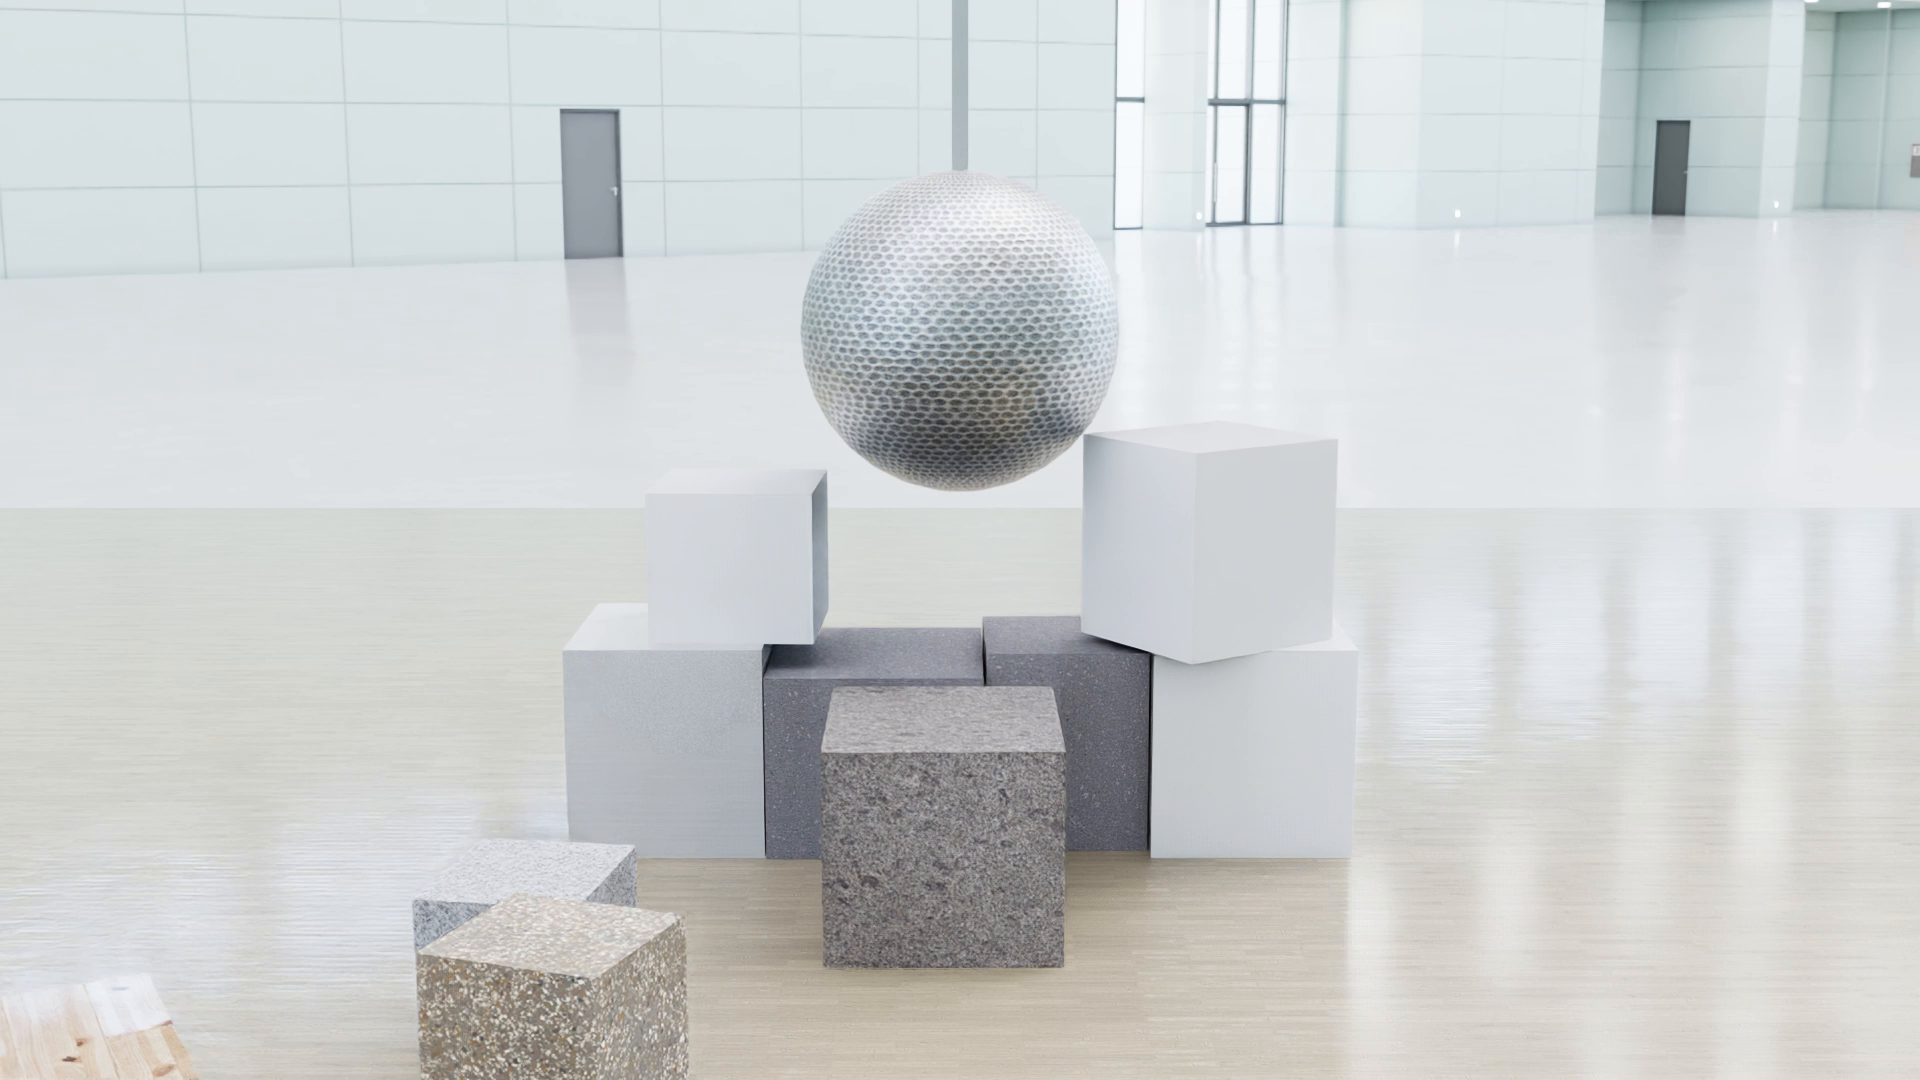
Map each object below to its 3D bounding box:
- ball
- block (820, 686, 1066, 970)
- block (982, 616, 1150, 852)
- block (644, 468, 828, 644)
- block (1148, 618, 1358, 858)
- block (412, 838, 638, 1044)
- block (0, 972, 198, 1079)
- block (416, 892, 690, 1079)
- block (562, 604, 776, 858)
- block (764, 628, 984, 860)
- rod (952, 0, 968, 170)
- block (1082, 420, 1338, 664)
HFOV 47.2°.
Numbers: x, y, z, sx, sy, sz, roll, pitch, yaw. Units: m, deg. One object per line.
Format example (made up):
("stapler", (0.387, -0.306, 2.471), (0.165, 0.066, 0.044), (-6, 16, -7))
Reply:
("ball", (0.000, -1.040, 10.991), (1.600, 1.600, 1.600), (0, 10, 0))
("block", (-0.076, 1.266, 9.903), (1.033, 0.966, 1.134), (0, 10, 0))
("block", (0.528, 0.980, 11.341), (0.805, 1.014, 0.873), (0, 10, -1))
("block", (-1.116, 0.069, 11.192), (0.817, 0.748, 0.836), (0, 10, 2))
("block", (1.442, 0.956, 11.358), (0.996, 1.055, 1.130), (0, 10, 0))
("block", (-1.694, 1.634, 8.691), (0.648, 0.676, 0.753), (2, 10, 8))
("block", (-2.839, 1.931, 6.692), (0.894, 0.803, 0.942), (-6, 12, -28))
("block", (-1.443, 1.755, 7.871), (0.703, 0.730, 0.663), (4, 11, 20))
("block", (-1.453, 0.957, 11.347), (0.972, 1.056, 1.102), (0, 10, 0))
("block", (-0.422, 1.025, 11.359), (1.073, 0.920, 1.148), (0, 10, 0))
("rod", (0.000, -4.385, 10.383), (0.080, 5.200, 0.080), (0, 10, 0))
("block", (1.232, -0.016, 10.936), (0.917, 1.009, 0.851), (-7, 13, -34))
